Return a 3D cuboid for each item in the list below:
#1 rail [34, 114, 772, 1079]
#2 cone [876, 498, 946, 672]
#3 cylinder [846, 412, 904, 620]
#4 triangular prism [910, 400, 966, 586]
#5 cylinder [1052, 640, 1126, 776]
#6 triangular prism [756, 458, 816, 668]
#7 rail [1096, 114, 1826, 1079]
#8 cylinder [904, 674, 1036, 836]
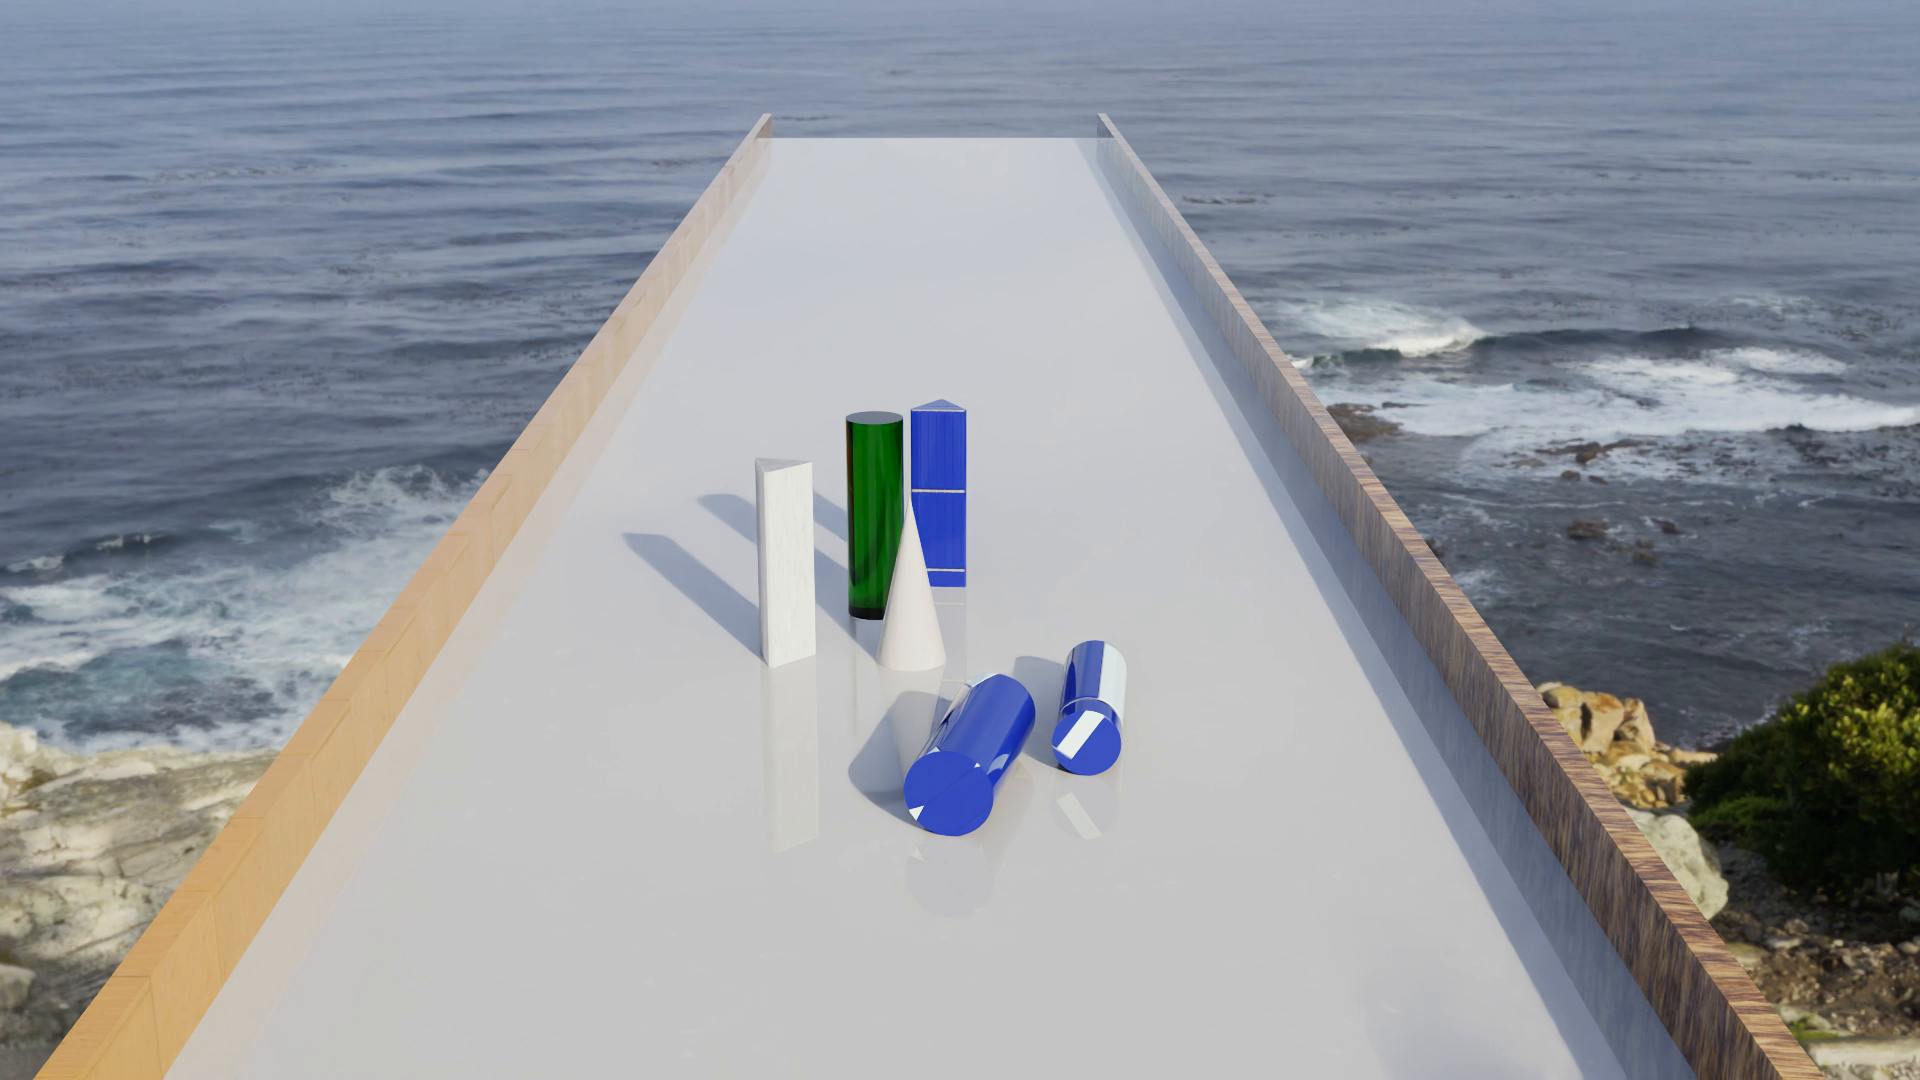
[{"bbox_3d":[-1.118,-0.838,7.780,0.050,0.150,12.000,0,17,-1],"label":"rail"},{"bbox_3d":[-0.099,0.075,4.374,0.144,0.343,0.144,0,17,0],"label":"cone"},{"bbox_3d":[-0.179,-0.052,4.653,0.121,0.426,0.121,0,17,0],"label":"cylinder"},{"bbox_3d":[-0.044,-0.104,4.873,0.120,0.402,0.104,1,17,4],"label":"triangular prism"},{"bbox_3d":[0.239,0.301,4.004,0.121,0.121,0.374,2,17,5],"label":"cylinder"},{"bbox_3d":[-0.370,0.039,4.391,0.118,0.401,0.102,-16,23,-42],"label":"triangular prism"},{"bbox_3d":[0.932,-0.844,7.801,0.050,0.150,12.000,0,17,-1],"label":"rail"},{"bbox_3d":[0.022,0.360,3.753,0.150,0.150,0.377,4,17,12],"label":"cylinder"}]
